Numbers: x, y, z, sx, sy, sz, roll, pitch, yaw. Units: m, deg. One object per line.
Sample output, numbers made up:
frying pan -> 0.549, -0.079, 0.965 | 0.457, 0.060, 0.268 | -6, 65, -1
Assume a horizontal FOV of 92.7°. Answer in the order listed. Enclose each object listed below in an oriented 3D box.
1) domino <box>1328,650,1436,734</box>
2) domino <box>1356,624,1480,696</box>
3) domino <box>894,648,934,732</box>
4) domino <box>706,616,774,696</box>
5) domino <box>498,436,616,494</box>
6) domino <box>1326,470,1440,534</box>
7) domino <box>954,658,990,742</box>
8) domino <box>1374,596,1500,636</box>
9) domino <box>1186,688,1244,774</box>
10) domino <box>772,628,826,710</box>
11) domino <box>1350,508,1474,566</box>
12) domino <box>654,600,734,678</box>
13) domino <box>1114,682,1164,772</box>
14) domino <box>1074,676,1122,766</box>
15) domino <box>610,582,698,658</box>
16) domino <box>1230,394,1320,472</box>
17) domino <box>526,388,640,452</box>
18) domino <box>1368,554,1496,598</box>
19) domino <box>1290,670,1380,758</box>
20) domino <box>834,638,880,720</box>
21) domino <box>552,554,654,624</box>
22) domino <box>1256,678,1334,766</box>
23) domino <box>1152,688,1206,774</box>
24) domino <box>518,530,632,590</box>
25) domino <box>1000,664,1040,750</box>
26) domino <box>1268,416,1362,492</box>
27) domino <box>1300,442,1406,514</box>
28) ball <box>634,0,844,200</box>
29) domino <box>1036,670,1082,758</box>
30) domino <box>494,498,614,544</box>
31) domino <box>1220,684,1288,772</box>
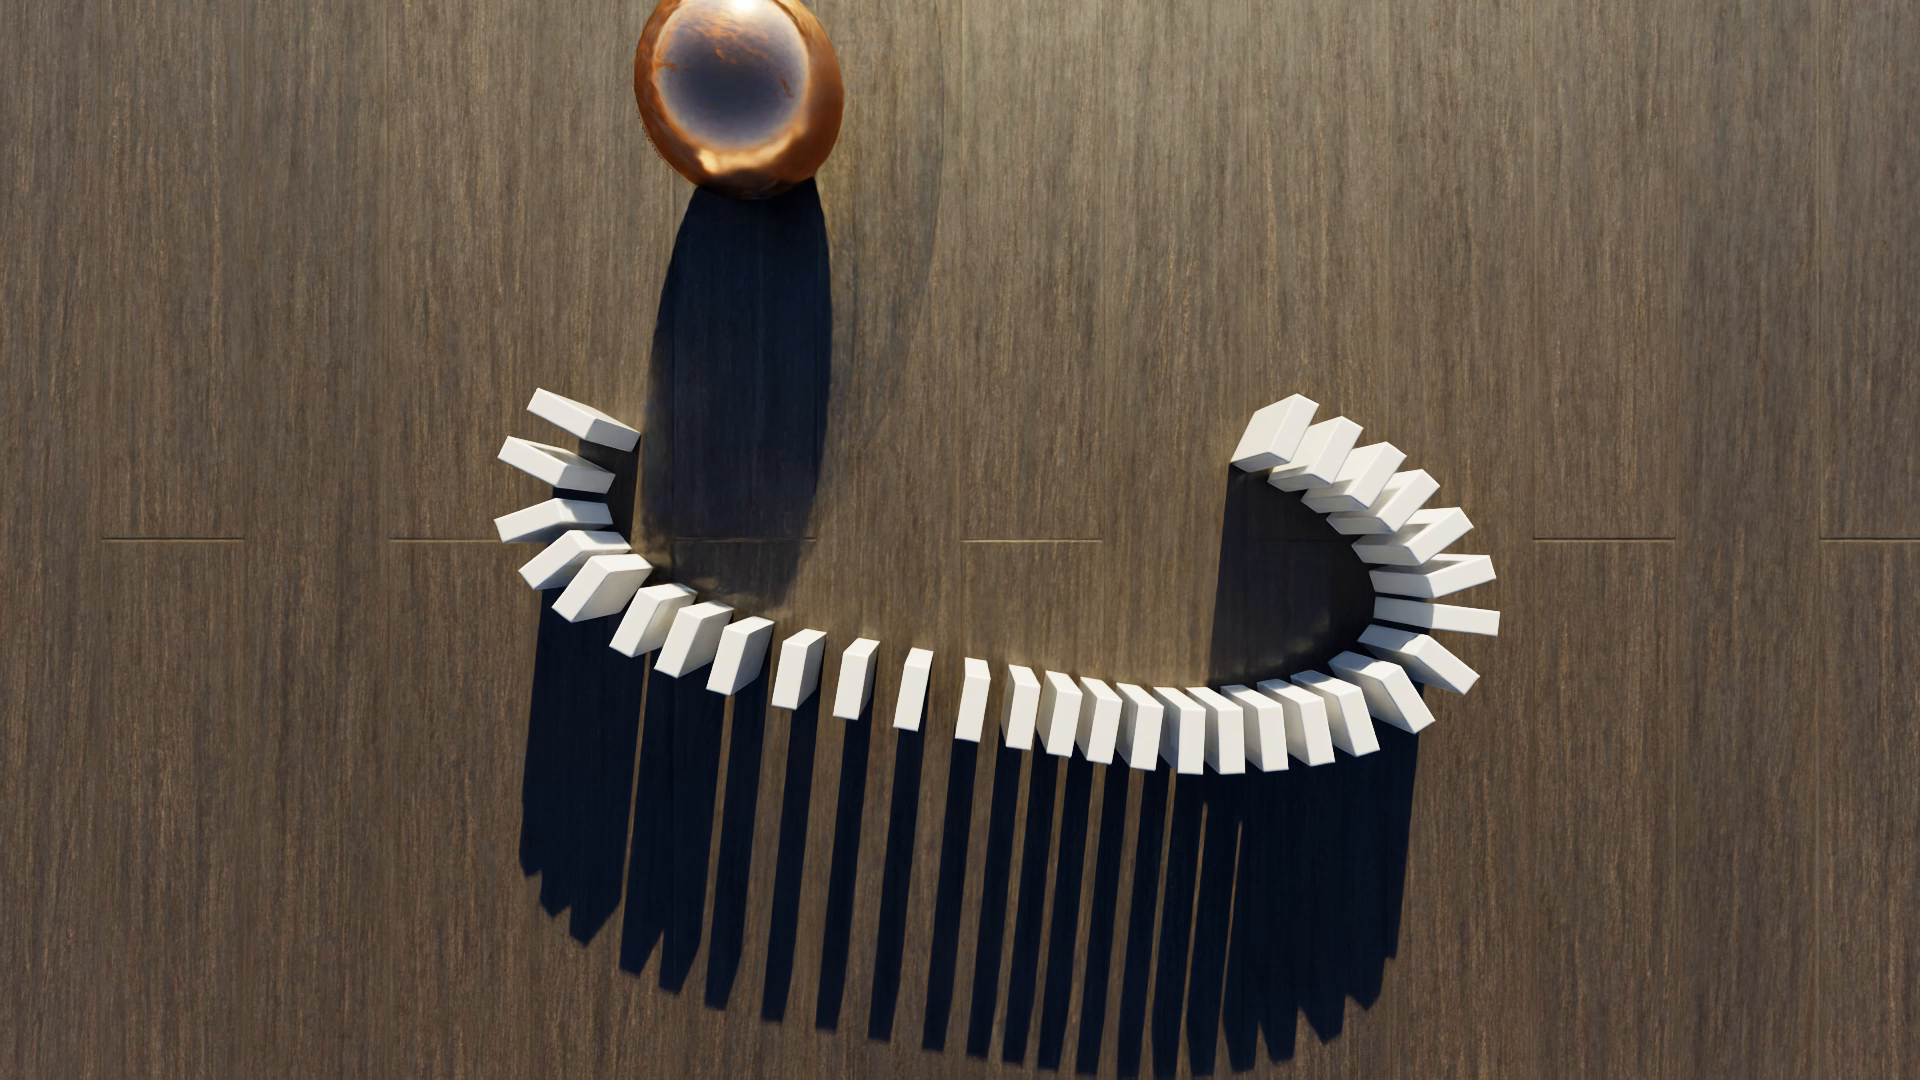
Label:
domino -> 0.171, 0.061, 0.375 | 0.009, 0.050, 0.025 | -32, 90, 0
domino -> 0.186, 0.048, 0.375 | 0.025, 0.050, 0.010 | 38, 90, 0
domino -> -0.019, 0.060, 0.375 | 0.010, 0.050, 0.025 | 11, 90, 0
domino -> -0.089, 0.046, 0.375 | 0.010, 0.050, 0.025 | 16, 90, 0
domino -> -0.164, -0.030, 0.375 | 0.025, 0.050, 0.010 | 26, 90, 0
domino -> 0.171, -0.015, 0.375 | 0.009, 0.050, 0.025 | 43, 90, 0
domino -> 0.005, 0.064, 0.375 | 0.010, 0.050, 0.025 | 10, 90, 0
domino -> 0.193, 0.031, 0.375 | 0.025, 0.050, 0.009 | 7, 90, 0
domino -> 0.104, 0.077, 0.375 | 0.010, 0.050, 0.025 | -2, 90, 0
domino -> -0.065, 0.052, 0.375 | 0.009, 0.050, 0.025 | 10, 90, 0
domino -> 0.183, -0.001, 0.375 | 0.025, 0.050, 0.010 | -36, 90, 0
domino -> -0.108, 0.040, 0.375 | 0.009, 0.050, 0.025 | 23, 90, 0
domino -> 0.071, 0.075, 0.375 | 0.010, 0.050, 0.025 | 8, 90, 0
domino -> 0.055, 0.073, 0.375 | 0.010, 0.050, 0.025 | 10, 90, 0
domino -> -0.124, 0.032, 0.375 | 0.010, 0.050, 0.025 | 28, 90, 0
domino -> 0.127, -0.043, 0.375 | 0.009, 0.050, 0.025 | 26, 90, 0
domino -> -0.152, -0.048, 0.375 | 0.025, 0.050, 0.009 | 28, 90, 0
domino -> 0.192, 0.014, 0.375 | 0.025, 0.050, 0.009 | -18, 90, 0
domino -> 0.152, 0.070, 0.375 | 0.010, 0.050, 0.025 | -17, 90, 0
domino -> -0.042, 0.056, 0.375 | 0.010, 0.050, 0.025 | 10, 90, 0
domino -> -0.145, 0.019, 0.375 | 0.010, 0.050, 0.025 | 38, 90, 0
domino -> 0.136, 0.074, 0.375 | 0.009, 0.050, 0.025 | -10, 90, 0
domino -> 0.089, 0.077, 0.375 | 0.010, 0.050, 0.025 | 3, 90, 0
domino -> -0.156, 0.008, 0.375 | 0.025, 0.050, 0.010 | -38, 90, 0
domino -> 0.024, 0.068, 0.375 | 0.009, 0.050, 0.025 | 9, 90, 0
domino -> 0.144, -0.034, 0.375 | 0.009, 0.050, 0.025 | 29, 90, 0
domino -> 0.160, -0.025, 0.375 | 0.010, 0.050, 0.025 | 35, 90, 0
ball -> -0.086, -0.176, 0.360 | 0.080, 0.080, 0.080 | 0, 90, 0
domino -> 0.040, 0.070, 0.375 | 0.010, 0.050, 0.025 | 10, 90, 0
domino -> -0.165, -0.007, 0.375 | 0.025, 0.050, 0.010 | -19, 90, 0
domino -> 0.120, 0.076, 0.375 | 0.010, 0.050, 0.025 | -6, 90, 0
